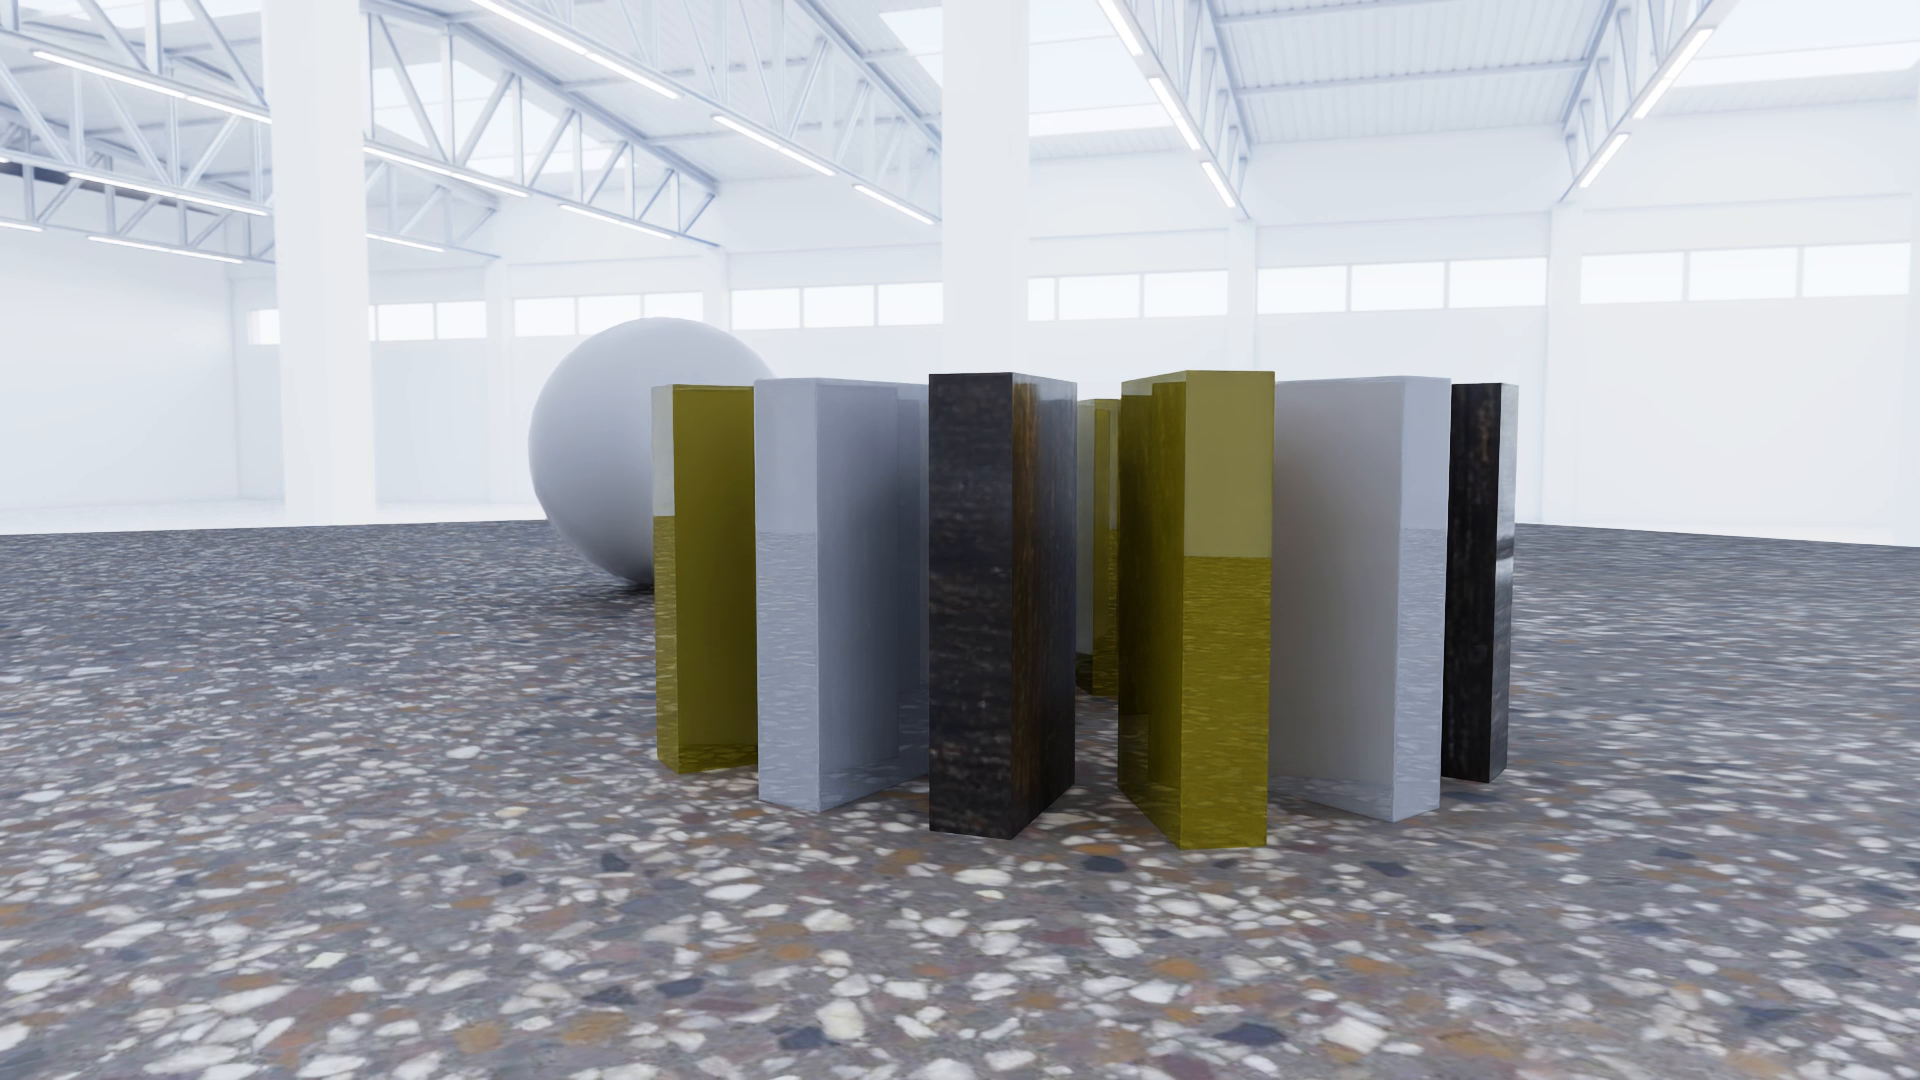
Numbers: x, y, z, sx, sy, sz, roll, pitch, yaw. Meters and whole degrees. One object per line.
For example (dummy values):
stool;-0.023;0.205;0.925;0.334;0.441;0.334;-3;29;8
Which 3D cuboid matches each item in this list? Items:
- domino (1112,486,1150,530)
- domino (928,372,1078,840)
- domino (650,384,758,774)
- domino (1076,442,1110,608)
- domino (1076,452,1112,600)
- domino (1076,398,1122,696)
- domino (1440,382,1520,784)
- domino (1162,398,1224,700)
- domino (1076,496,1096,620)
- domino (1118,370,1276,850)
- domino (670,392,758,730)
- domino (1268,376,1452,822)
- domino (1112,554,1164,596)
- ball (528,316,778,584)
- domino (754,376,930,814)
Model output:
domino;0.030;-0.002;0.390;0.050;0.009;0.025;-21;0;-12
domino;0.006;0.006;0.149;0.010;0.050;0.025;2;5;21
domino;-0.028;0.005;0.174;0.025;0.050;0.009;-2;5;-30
domino;0.023;-0.003;0.320;0.025;0.050;0.010;1;48;12
domino;0.027;-0.003;0.337;0.025;0.010;0.050;1;-38;8
domino;0.025;0.000;0.228;0.009;0.050;0.025;-1;4;-9
domino;0.059;0.005;0.170;0.025;0.050;0.010;3;5;35
domino;0.045;0.001;0.225;0.010;0.050;0.025;3;5;33
domino;0.015;-0.003;0.303;0.025;0.050;0.010;2;41;21
domino;0.026;0.007;0.146;0.009;0.050;0.025;-1;4;-8
domino;-0.030;0.003;0.194;0.025;0.050;0.009;1;4;10
domino;0.045;0.006;0.155;0.010;0.050;0.025;-3;5;-39
domino;0.050;0.010;0.373;0.050;0.010;0.025;1;4;11
ball;-0.088;-0.026;0.385;0.080;0.080;0.080;0;4;0
domino;-0.013;0.006;0.159;0.010;0.050;0.025;3;5;35
